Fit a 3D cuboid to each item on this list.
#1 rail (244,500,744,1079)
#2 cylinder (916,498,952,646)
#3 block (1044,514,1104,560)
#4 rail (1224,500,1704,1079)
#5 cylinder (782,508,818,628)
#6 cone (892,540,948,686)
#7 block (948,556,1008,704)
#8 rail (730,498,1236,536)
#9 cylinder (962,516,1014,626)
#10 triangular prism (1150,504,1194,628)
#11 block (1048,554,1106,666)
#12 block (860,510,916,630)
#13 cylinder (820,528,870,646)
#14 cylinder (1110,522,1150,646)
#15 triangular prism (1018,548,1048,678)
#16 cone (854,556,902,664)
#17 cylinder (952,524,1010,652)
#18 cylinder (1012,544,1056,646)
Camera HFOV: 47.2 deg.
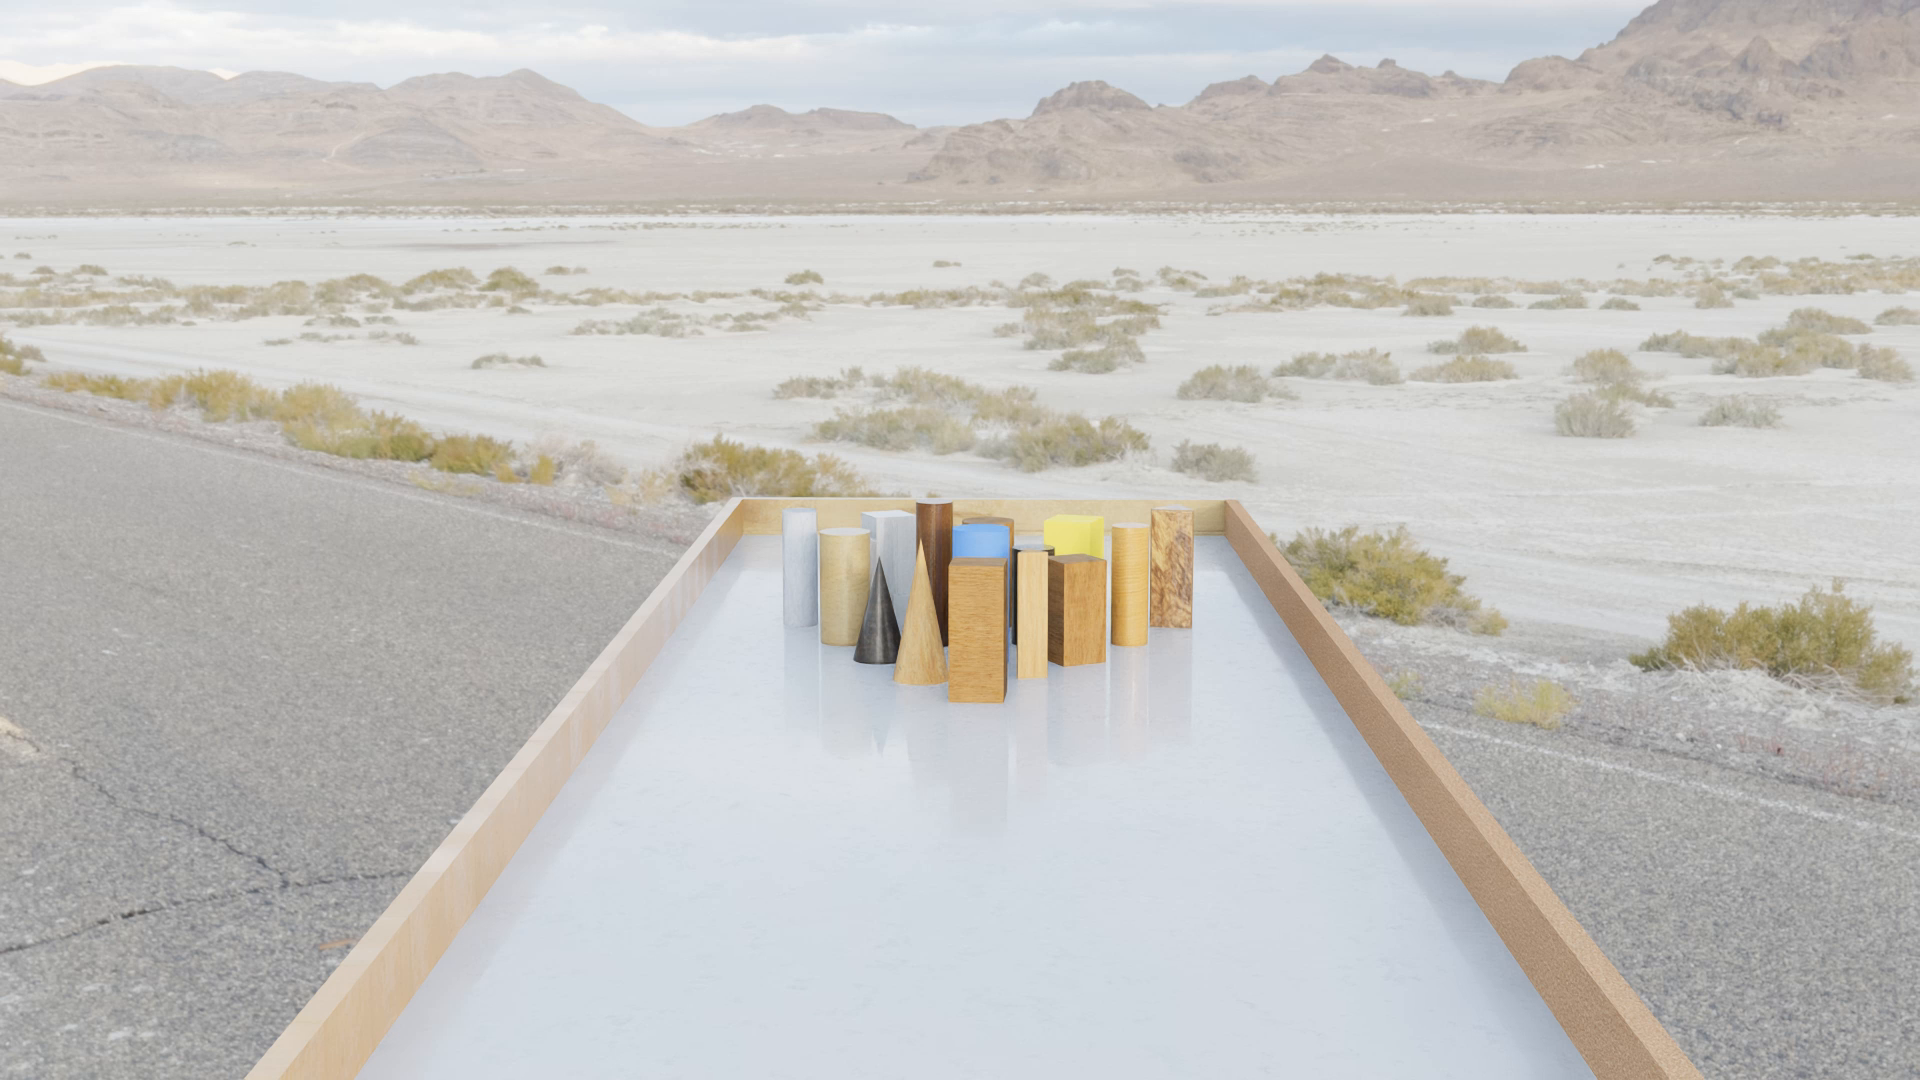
[{"bbox_3d":[-1.004,0.839,3.234,0.050,0.150,12.000,0,9,1],"label":"rail"},{"bbox_3d":[-0.080,0.103,6.907,0.117,0.454,0.117,0,9,0],"label":"cylinder"},{"bbox_3d":[0.372,0.107,7.192,0.156,0.357,0.156,3,10,20],"label":"block"},{"bbox_3d":[1.046,0.843,3.208,0.050,0.150,12.000,0,9,1],"label":"rail"},{"bbox_3d":[-0.525,0.090,7.229,0.114,0.380,0.114,0,9,0],"label":"cylinder"},{"bbox_3d":[-0.114,0.201,6.409,0.167,0.417,0.167,0,9,0],"label":"cone"},{"bbox_3d":[0.052,0.252,6.184,0.153,0.387,0.153,1,9,5],"label":"block"},{"bbox_3d":[0.099,-0.098,9.147,2.100,0.150,0.050,0,9,1],"label":"rail"},{"bbox_3d":[0.092,0.108,7.223,0.171,0.347,0.171,0,9,0],"label":"cylinder"},{"bbox_3d":[0.703,0.084,7.229,0.139,0.390,0.120,2,9,12],"label":"triangular prism"},{"bbox_3d":[0.345,0.211,6.677,0.146,0.314,0.146,-4,10,-26],"label":"block"},{"bbox_3d":[-0.233,0.099,7.190,0.139,0.374,0.139,-4,10,-24],"label":"block"},{"bbox_3d":[-0.363,0.147,6.953,0.161,0.353,0.161,0,9,0],"label":"cylinder"},{"bbox_3d":[0.535,0.140,6.925,0.118,0.376,0.118,0,9,0],"label":"cylinder"},{"bbox_3d":[0.205,0.215,6.462,0.091,0.373,0.079,-2,9,-11],"label":"triangular prism"},{"bbox_3d":[-0.245,0.205,6.693,0.165,0.321,0.165,0,9,0],"label":"cone"},{"bbox_3d":[0.063,0.166,6.654,0.172,0.409,0.172,0,9,0],"label":"cylinder"},{"bbox_3d":[0.231,0.174,6.938,0.137,0.306,0.137,0,9,0],"label":"cylinder"}]
